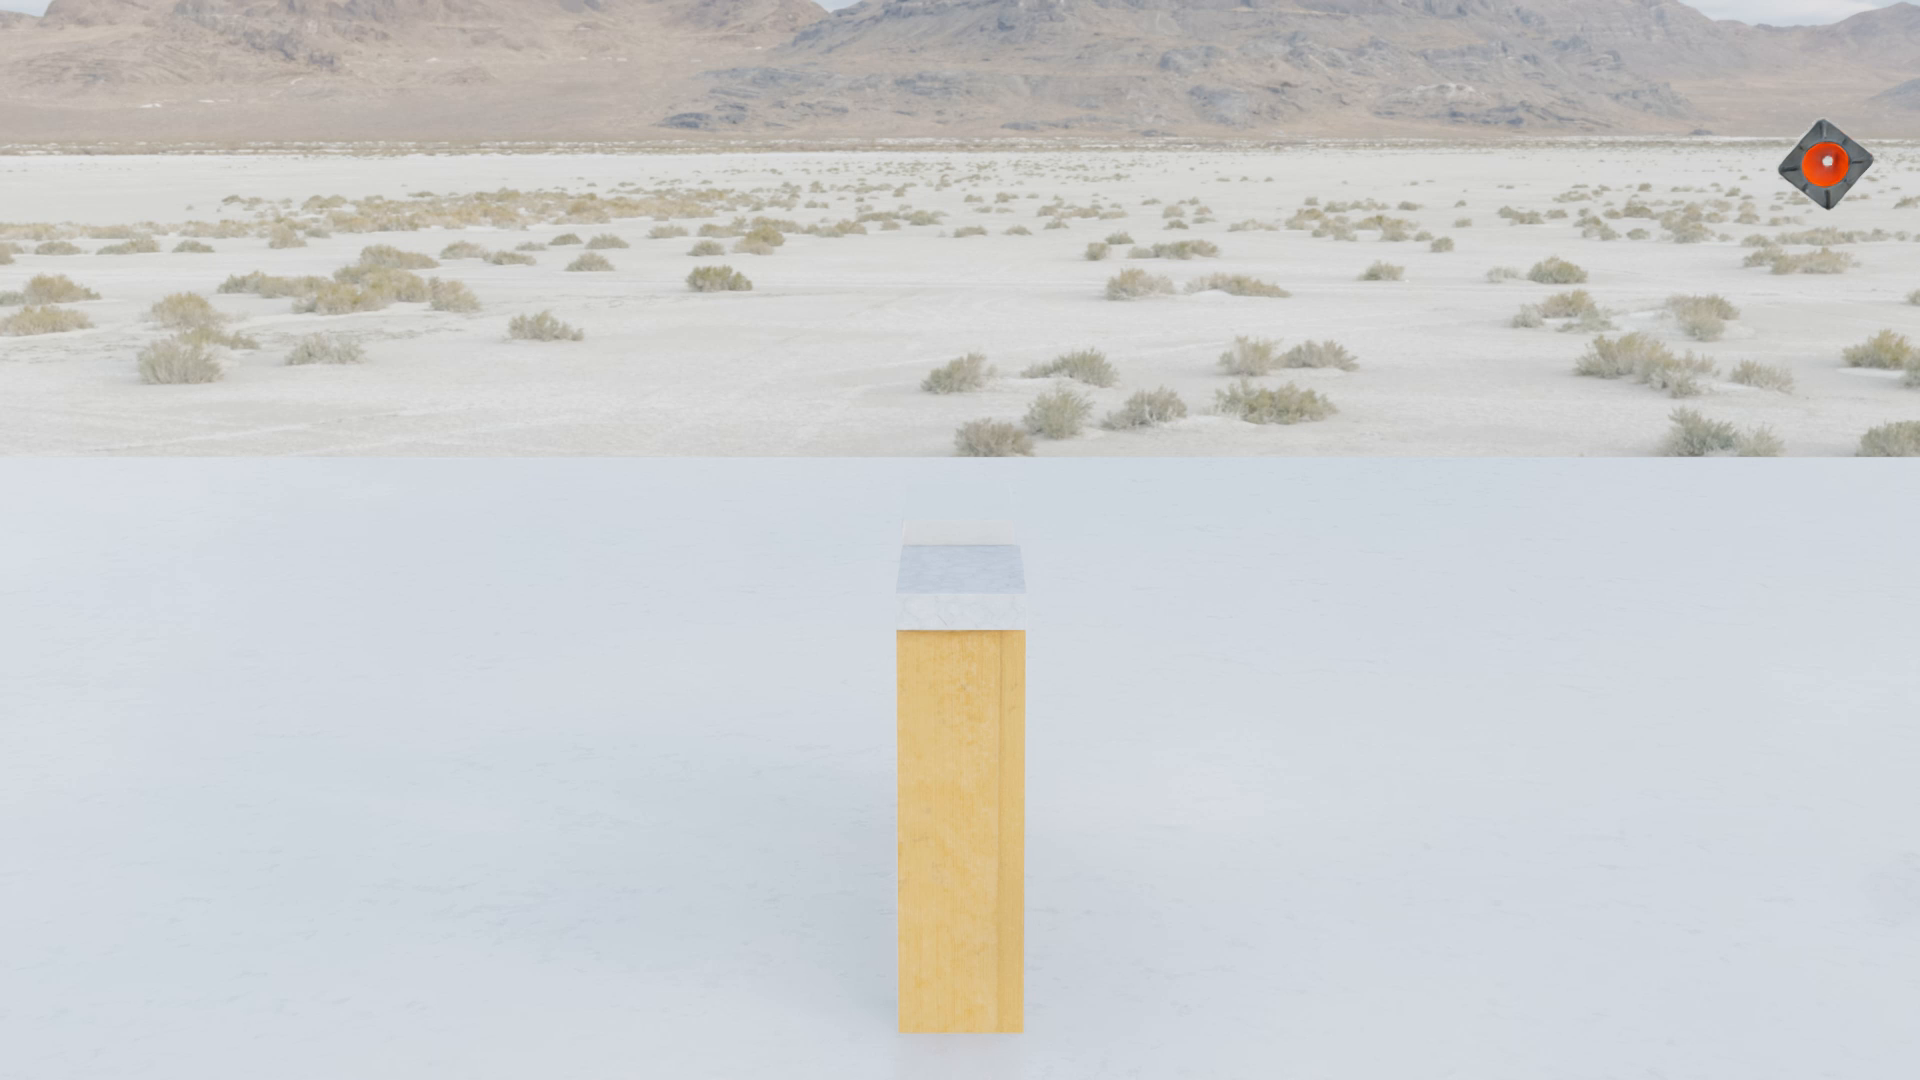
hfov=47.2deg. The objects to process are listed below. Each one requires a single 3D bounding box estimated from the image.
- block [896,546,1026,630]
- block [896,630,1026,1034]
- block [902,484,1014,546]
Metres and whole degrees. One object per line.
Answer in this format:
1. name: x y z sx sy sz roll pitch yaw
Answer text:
1. block: 0.002 0.065 3.129 0.176 0.050 0.352 0 11 0
2. block: 0.002 0.401 3.072 0.176 0.590 0.050 0 11 0
3. block: -0.003 -0.039 3.463 0.167 0.047 0.334 0 11 0
